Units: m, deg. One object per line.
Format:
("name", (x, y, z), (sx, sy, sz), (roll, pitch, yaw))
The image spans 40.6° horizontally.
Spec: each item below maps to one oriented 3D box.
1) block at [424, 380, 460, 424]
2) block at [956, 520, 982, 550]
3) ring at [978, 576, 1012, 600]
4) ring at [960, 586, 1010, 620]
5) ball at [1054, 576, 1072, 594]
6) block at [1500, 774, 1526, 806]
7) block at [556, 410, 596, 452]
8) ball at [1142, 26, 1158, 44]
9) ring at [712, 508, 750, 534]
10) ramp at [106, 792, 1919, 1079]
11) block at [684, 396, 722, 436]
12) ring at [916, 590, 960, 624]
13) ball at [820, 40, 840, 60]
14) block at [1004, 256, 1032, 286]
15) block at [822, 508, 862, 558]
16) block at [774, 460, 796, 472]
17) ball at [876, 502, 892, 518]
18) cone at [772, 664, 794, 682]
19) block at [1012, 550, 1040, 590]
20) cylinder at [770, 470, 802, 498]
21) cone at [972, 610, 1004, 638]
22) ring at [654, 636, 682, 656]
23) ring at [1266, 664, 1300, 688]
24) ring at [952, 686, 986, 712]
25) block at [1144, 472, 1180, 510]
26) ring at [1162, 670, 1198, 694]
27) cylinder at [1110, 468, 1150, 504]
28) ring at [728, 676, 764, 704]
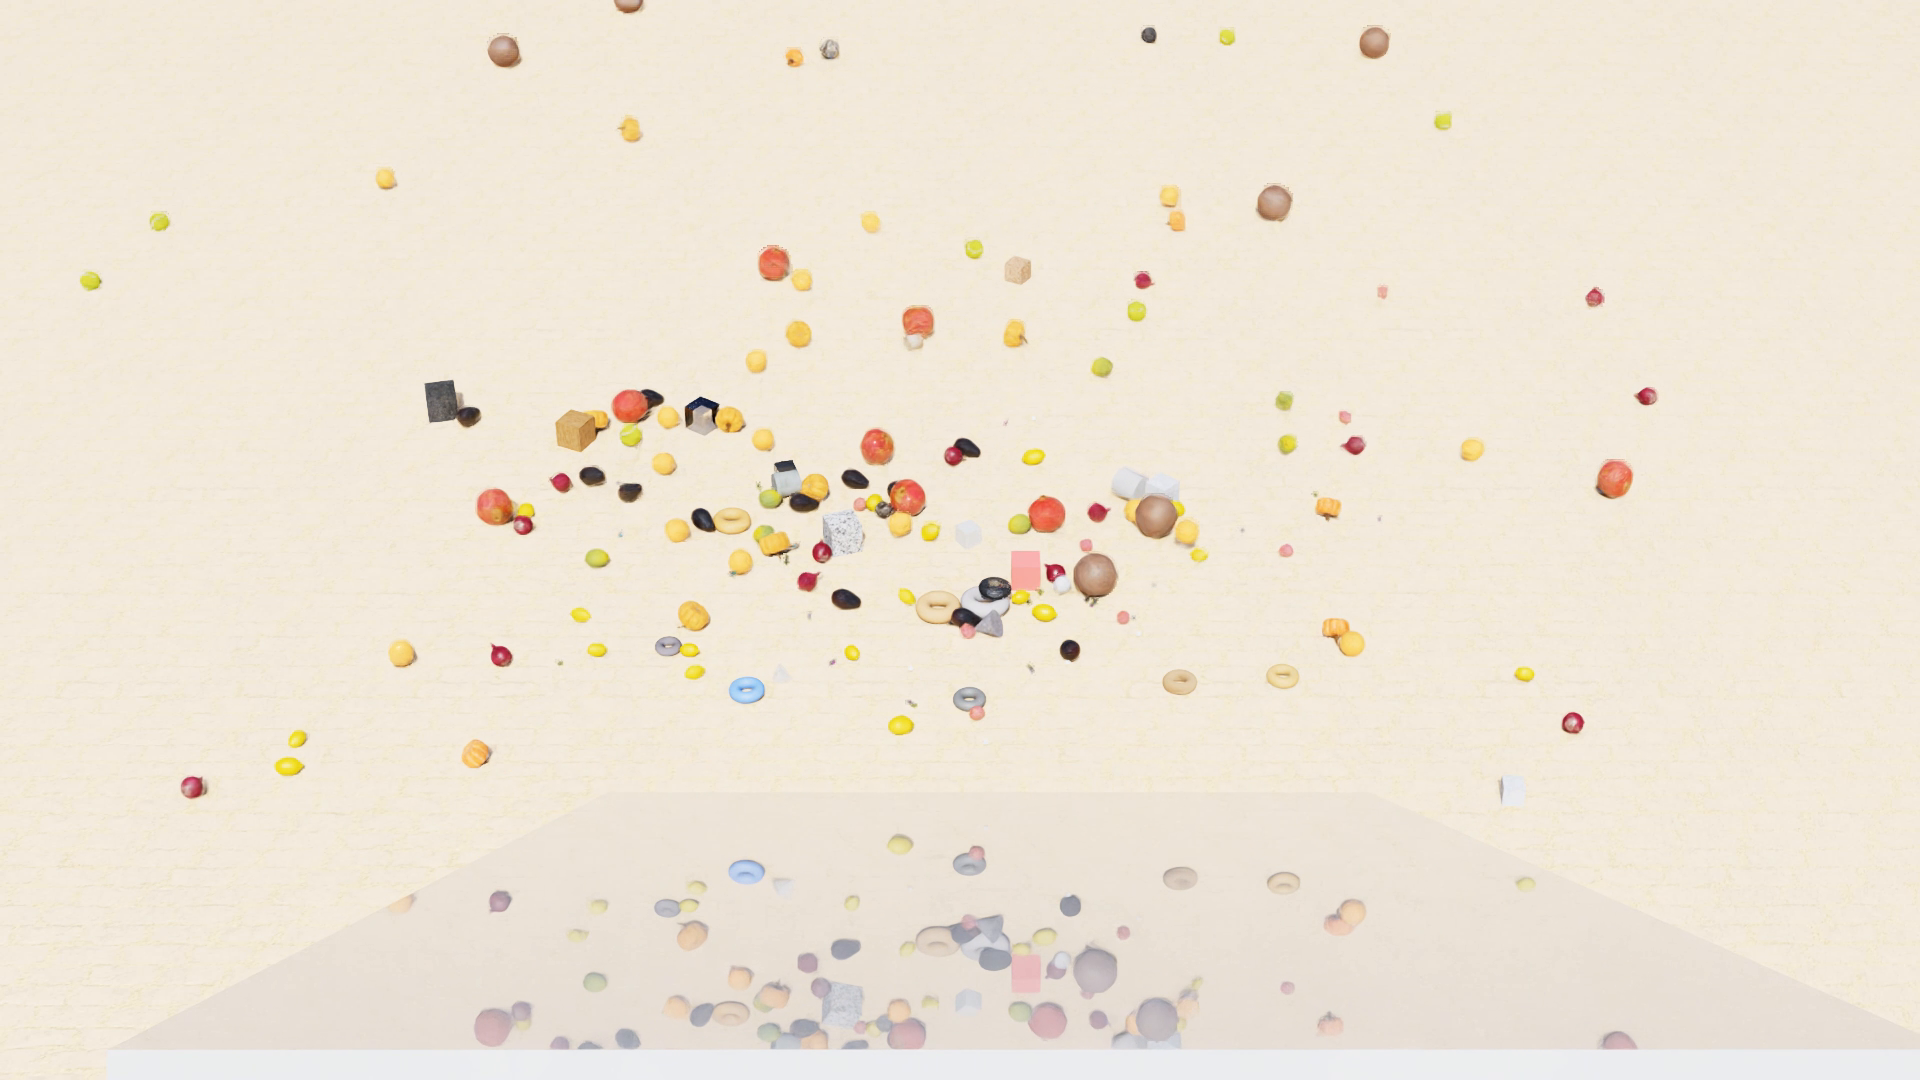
("block", (-1.697, -0.454, 8.497), (0.097, 0.097, 0.097), (-8, 35, -11))
("block", (0.026, -0.017, 7.894), (0.057, 0.057, 0.057), (-21, 40, -28))
("ring", (0.103, 0.141, 7.605), (0.098, 0.033, 0.098), (3, 31, -2))
("ring", (0.074, 0.183, 7.610), (0.146, 0.049, 0.146), (2, 31, -1))
("ball", (0.302, 0.133, 7.680), (0.053, 0.053, 0.053), (0, 34, 0))
("block", (1.468, 0.666, 6.896), (0.058, 0.058, 0.058), (2, 34, 3))
("block", (-1.237, -0.352, 8.354), (0.090, 0.090, 0.090), (16, 37, 22))
("ball", (0.801, -2.135, 10.980), (0.068, 0.068, 0.068), (0, 34, 0))
("ring", (-0.700, -0.059, 7.973), (0.117, 0.039, 0.117), (1, 35, -1))
("ramp", (0.076, 0.657, 4.809), (2.000, 0.100, 4.000), (0, -2, 0))
("block", (-0.836, -0.403, 8.436), (0.082, 0.082, 0.082), (22, 40, 29))
("ring", (-0.064, 0.196, 7.595), (0.134, 0.045, 0.134), (-1, 35, 0))
("ball", (-0.542, -2.046, 10.836), (0.084, 0.084, 0.084), (0, 34, 0))
("block", (0.206, -0.962, 9.264), (0.069, 0.069, 0.069), (19, 39, 25))
("block", (-0.356, -0.021, 7.866), (0.096, 0.096, 0.096), (-12, 36, -16))
("block", (-0.548, -0.208, 8.170), (0.060, 0.060, 0.060), (-11, 36, -15))
("ball", (-0.235, -0.094, 8.010), (0.052, 0.052, 0.052), (0, 34, 0))
("cone", (-0.493, 0.384, 7.336), (0.057, 0.057, 0.057), (23, 32, -14))
("block", (0.195, 0.091, 7.712), (0.085, 0.085, 0.085), (0, 34, 0))
("cylinder", (-0.542, -0.175, 8.107), (0.078, 0.078, 0.078), (-7, 34, -21))
("cone", (0.070, 0.252, 7.519), (0.083, 0.083, 0.083), (-17, 28, 24))
("ring", (-0.837, 0.305, 7.452), (0.078, 0.026, 0.078), (-1, 35, 1))
("ring", (0.912, 0.384, 7.332), (0.094, 0.031, 0.094), (0, 36, 0))
("ring", (0.026, 0.444, 7.244), (0.094, 0.031, 0.094), (-1, 35, 1))
("block", (0.629, -0.150, 8.073), (0.075, 0.075, 0.075), (27, 43, 33))
("ring", (0.619, 0.399, 7.308), (0.098, 0.033, 0.098), (-1, 33, 0))
("cylinder", (0.532, -0.169, 8.088), (0.089, 0.089, 0.089), (26, 42, 33))
("ring", (-0.598, 0.420, 7.276), (0.102, 0.034, 0.102), (-1, 35, 1))
